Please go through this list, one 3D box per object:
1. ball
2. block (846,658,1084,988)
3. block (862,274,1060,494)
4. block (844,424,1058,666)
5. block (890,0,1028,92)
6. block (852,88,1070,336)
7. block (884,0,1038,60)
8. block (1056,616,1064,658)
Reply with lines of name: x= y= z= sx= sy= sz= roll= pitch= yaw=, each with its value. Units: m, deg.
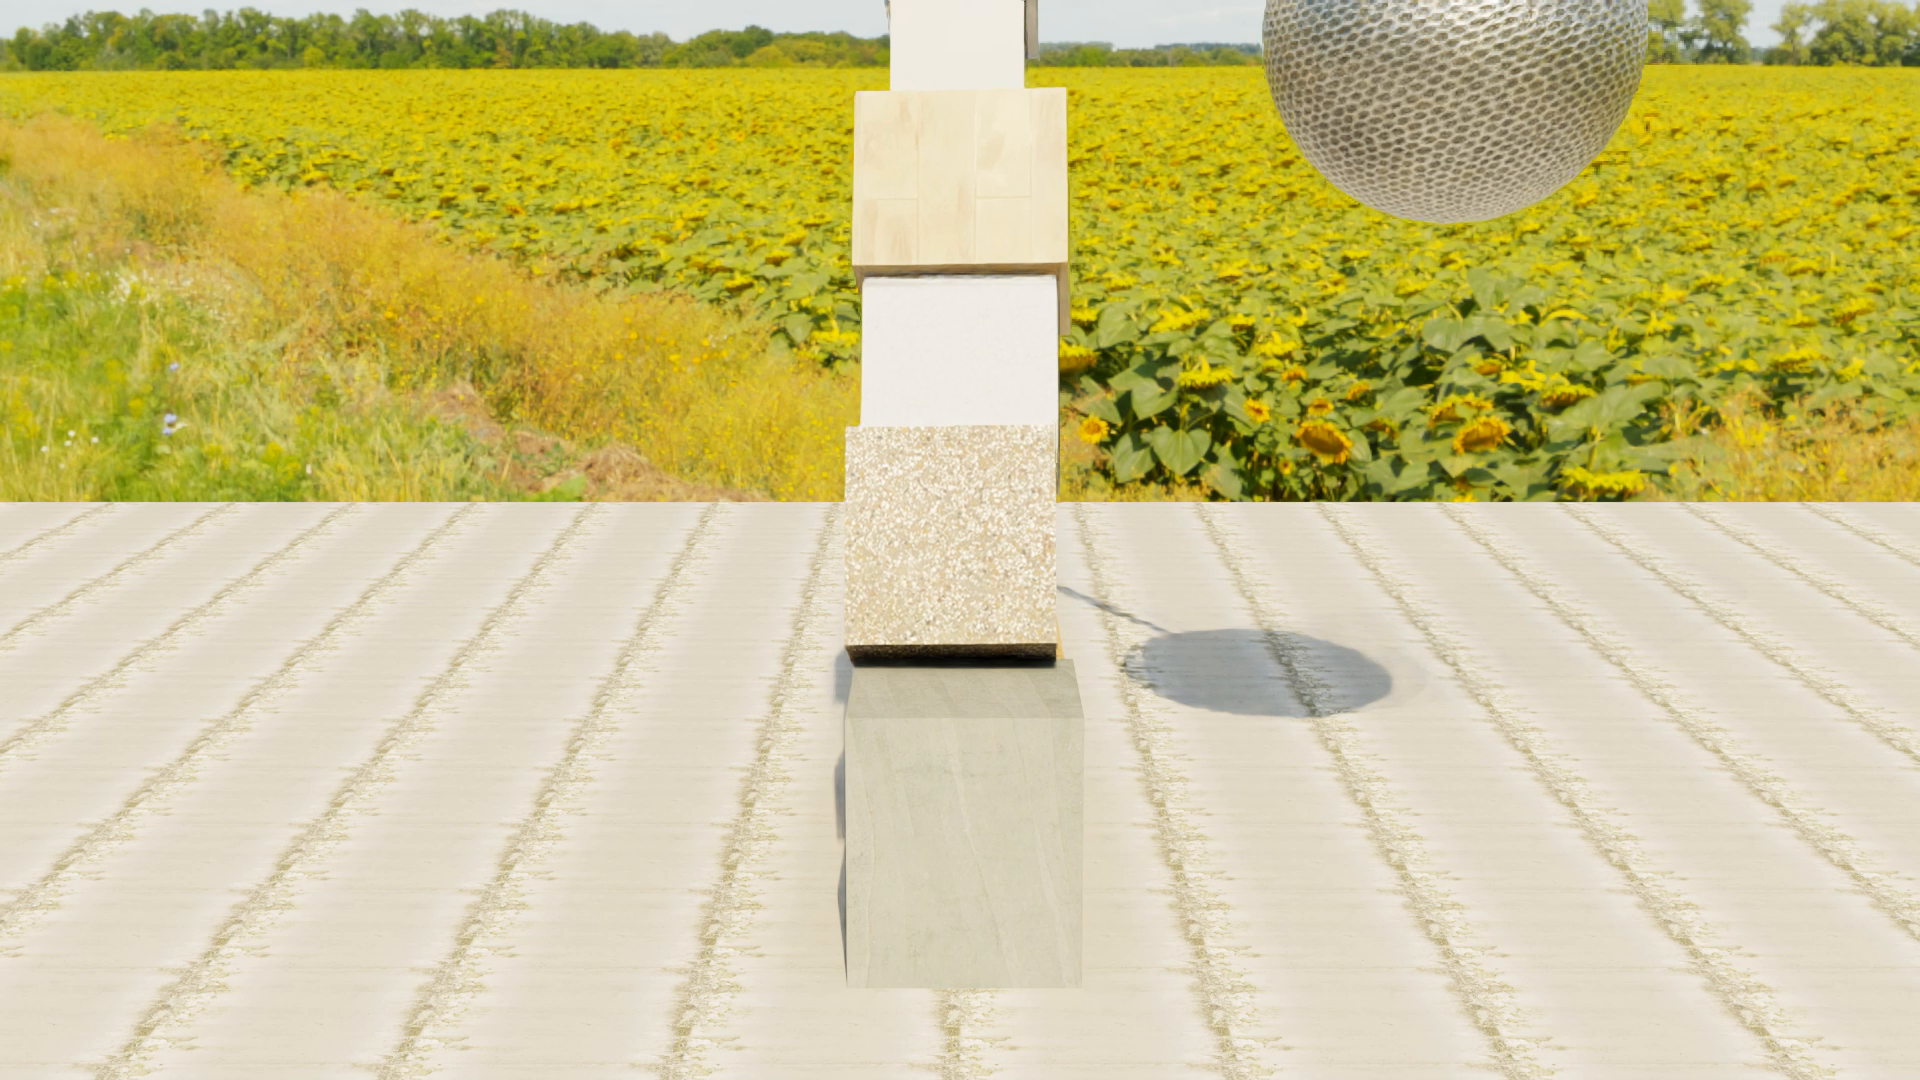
ball: x=2.074 y=-2.133 z=10.792 sx=1.600 sy=1.600 sz=1.600 roll=0 pitch=10 yaw=0
block: x=0.018 y=1.121 z=10.379 sx=0.913 sy=1.081 sz=1.014 roll=0 pitch=10 yaw=0
block: x=0.014 y=-0.687 z=11.563 sx=0.856 sy=0.806 sz=0.713 roll=0 pitch=-15 yaw=3
block: x=-0.028 y=0.064 z=10.934 sx=0.867 sy=0.920 sz=0.800 roll=-1 pitch=-13 yaw=2
block: x=0.005 y=-2.151 z=11.978 sx=0.609 sy=0.543 sz=0.666 roll=-1 pitch=-16 yaw=3
block: x=0.025 y=-1.485 z=11.784 sx=0.945 sy=0.836 sz=0.907 roll=-1 pitch=-16 yaw=3
block: x=0.014 y=-2.771 z=12.157 sx=0.696 sy=0.744 sz=0.700 roll=-1 pitch=-17 yaw=3
block: x=0.011 y=0.880 z=12.345 sx=0.942 sy=0.851 sz=1.018 roll=0 pitch=10 yaw=0
